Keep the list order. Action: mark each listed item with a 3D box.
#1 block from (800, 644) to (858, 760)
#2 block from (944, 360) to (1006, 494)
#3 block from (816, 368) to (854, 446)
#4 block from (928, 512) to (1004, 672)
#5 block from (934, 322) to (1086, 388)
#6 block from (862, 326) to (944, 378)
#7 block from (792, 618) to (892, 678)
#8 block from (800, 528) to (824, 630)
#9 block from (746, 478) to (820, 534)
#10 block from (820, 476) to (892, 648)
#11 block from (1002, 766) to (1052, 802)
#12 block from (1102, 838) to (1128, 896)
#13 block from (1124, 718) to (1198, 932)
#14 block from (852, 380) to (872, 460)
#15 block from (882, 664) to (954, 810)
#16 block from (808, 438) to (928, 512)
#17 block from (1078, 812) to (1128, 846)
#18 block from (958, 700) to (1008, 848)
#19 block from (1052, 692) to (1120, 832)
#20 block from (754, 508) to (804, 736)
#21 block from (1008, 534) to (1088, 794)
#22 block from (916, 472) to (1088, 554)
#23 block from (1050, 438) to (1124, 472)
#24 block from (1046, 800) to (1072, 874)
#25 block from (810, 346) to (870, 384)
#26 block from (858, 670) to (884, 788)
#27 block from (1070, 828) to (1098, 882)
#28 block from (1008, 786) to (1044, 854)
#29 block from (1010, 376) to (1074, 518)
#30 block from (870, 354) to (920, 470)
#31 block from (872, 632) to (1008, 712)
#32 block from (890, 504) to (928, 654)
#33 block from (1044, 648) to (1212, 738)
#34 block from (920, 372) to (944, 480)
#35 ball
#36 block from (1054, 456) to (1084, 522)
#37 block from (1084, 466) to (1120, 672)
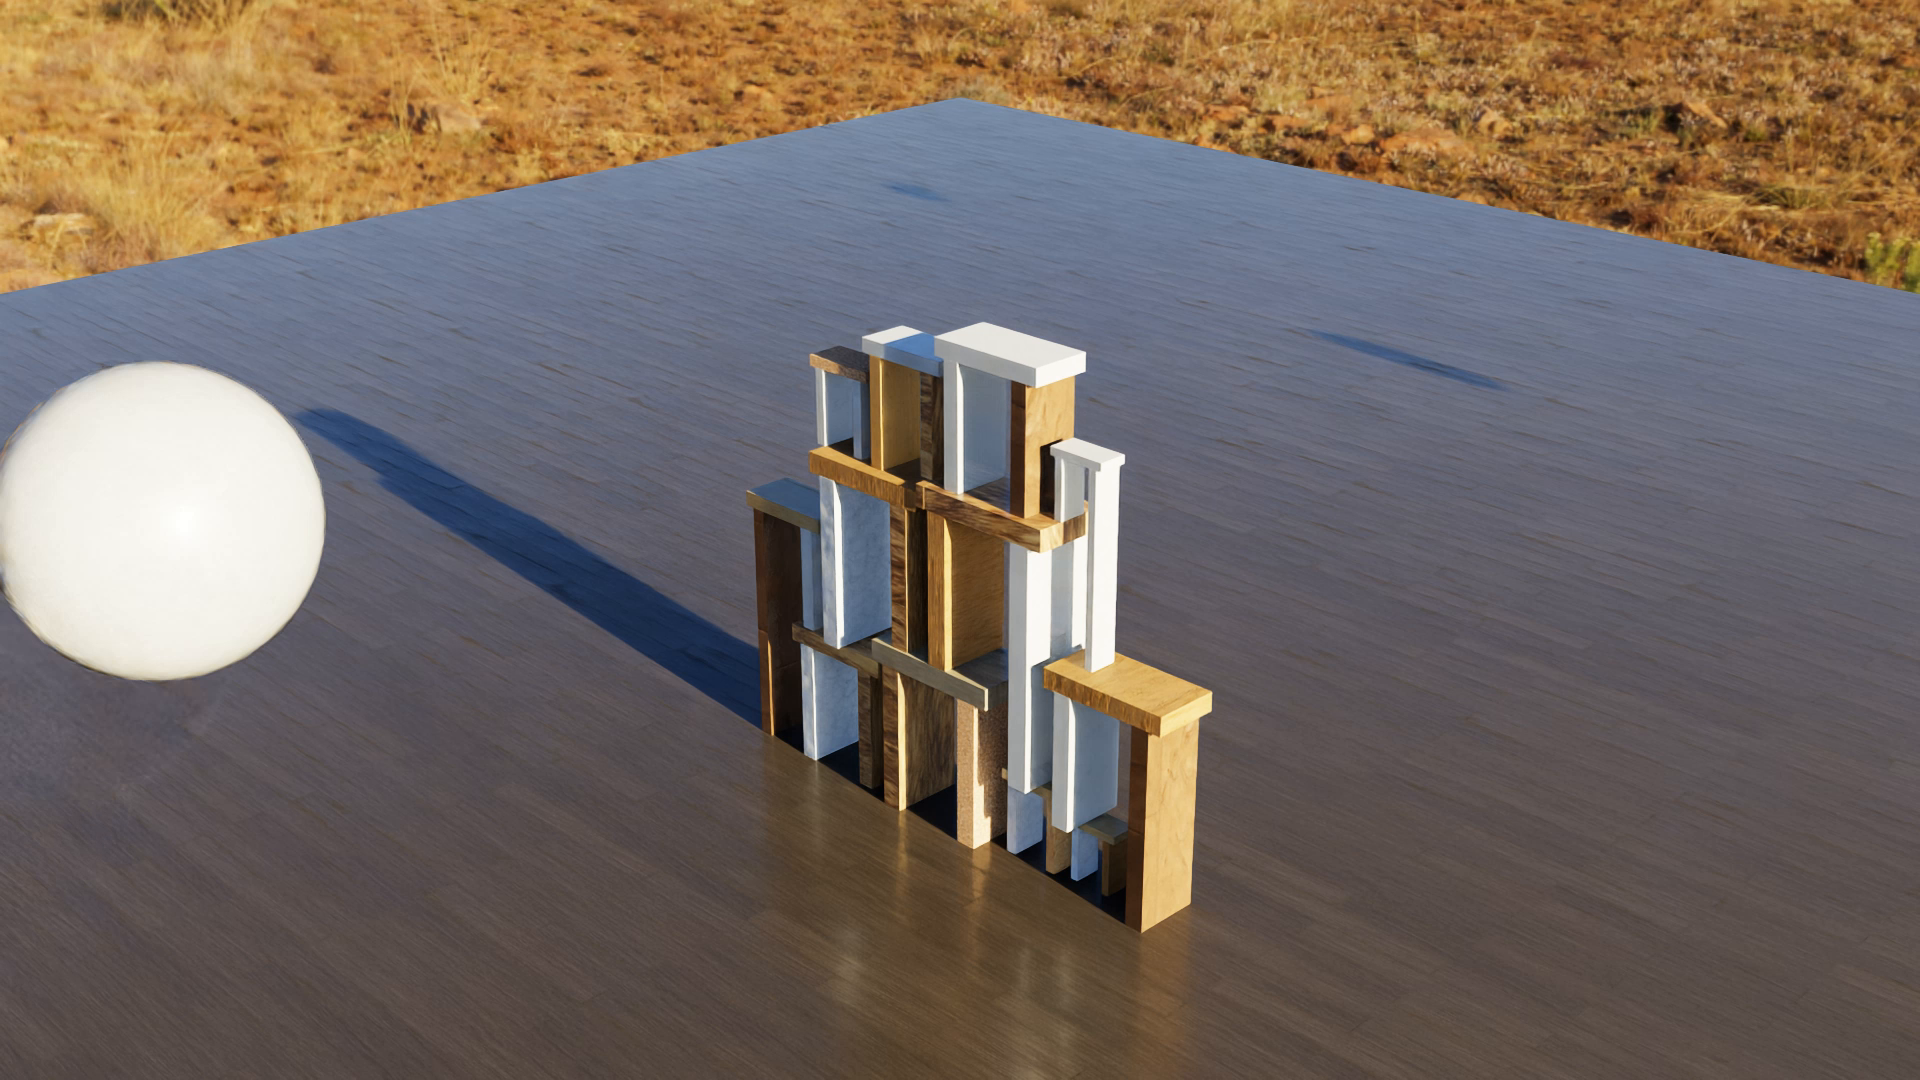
[{"bbox_3d":[-0.273,0.323,4.664,0.037,0.263,0.131,21,31,41],"label":"block"},{"bbox_3d":[0.028,-0.226,4.097,0.128,0.257,0.036,-21,31,-40],"label":"block"},{"bbox_3d":[-0.249,-0.275,4.385,0.023,0.161,0.081,21,31,41],"label":"block"},{"bbox_3d":[0.012,0.077,4.243,0.162,0.323,0.046,-21,31,-41],"label":"block"},{"bbox_3d":[0.089,-0.337,3.984,0.128,0.036,0.257,-21,31,-41],"label":"block"},{"bbox_3d":[-0.076,-0.358,4.162,0.105,0.030,0.210,-21,31,-40],"label":"block"},{"bbox_3d":[-0.211,0.209,4.549,0.263,0.037,0.131,21,31,41],"label":"block"},{"bbox_3d":[-0.274,0.066,4.552,0.032,0.223,0.112,21,31,41],"label":"block"},{"bbox_3d":[-0.327,-0.072,4.551,0.112,0.032,0.223,-21,31,-41],"label":"block"},{"bbox_3d":[-0.209,0.026,4.463,0.043,0.367,0.153,21,31,41],"label":"block"},{"bbox_3d":[0.165,0.462,4.242,0.078,0.022,0.157,-21,31,-40],"label":"block"},{"bbox_3d":[0.295,0.612,4.168,0.017,0.117,0.058,21,31,41],"label":"block"},{"bbox_3d":[0.370,0.508,4.031,0.141,0.416,0.040,-21,31,-41],"label":"block"},{"bbox_3d":[-0.173,-0.245,4.314,0.081,0.161,0.023,-21,31,-41],"label":"block"},{"bbox_3d":[-0.083,0.377,4.469,0.045,0.316,0.158,21,31,41],"label":"block"},{"bbox_3d":[-0.137,-0.135,4.316,0.153,0.043,0.306,-21,31,-41],"label":"block"},{"bbox_3d":[0.267,0.540,4.168,0.058,0.017,0.117,-21,31,-40],"label":"block"},{"bbox_3d":[0.066,0.435,4.332,0.045,0.316,0.158,21,31,41],"label":"block"},{"bbox_3d":[0.237,0.394,4.128,0.040,0.283,0.141,21,31,41],"label":"block"},{"bbox_3d":[-0.380,0.163,4.707,0.032,0.523,0.112,21,31,41],"label":"block"},{"bbox_3d":[0.164,0.220,4.138,0.162,0.505,0.046,-21,31,-40],"label":"block"},{"bbox_3d":[0.088,-0.063,4.100,0.162,0.046,0.323,-21,31,-40],"label":"block"},{"bbox_3d":[0.226,-0.152,3.915,0.061,0.017,0.122,-21,31,-40],"label":"block"},{"bbox_3d":[0.202,0.559,4.242,0.022,0.157,0.078,21,31,41],"label":"block"},{"bbox_3d":[-0.211,-0.345,4.314,0.161,0.023,0.081,21,31,40],"label":"block"},{"bbox_3d":[-0.149,0.371,4.550,0.131,0.263,0.037,-21,31,-41],"label":"block"},{"bbox_3d":[0.240,0.590,4.219,0.017,0.117,0.058,21,31,41],"label":"block"},{"bbox_3d":[0.128,0.530,4.310,0.078,0.157,0.022,-21,31,-41],"label":"block"},{"bbox_3d":[0.149,-0.179,3.986,0.128,0.256,0.036,-21,31,-40],"label":"block"},{"bbox_3d":[-0.125,-0.258,4.258,0.105,0.229,0.030,-21,31,-41],"label":"block"},{"bbox_3d":[-0.008,0.240,4.330,0.316,0.045,0.158,21,31,41],"label":"block"},{"bbox_3d":[-0.065,0.054,4.318,0.043,0.306,0.153,21,31,41],"label":"block"},{"bbox_3d":[0.303,0.272,4.004,0.141,0.040,0.283,-21,31,-40],"label":"block"},{"bbox_3d":[-0.027,-0.228,4.163,0.105,0.210,0.030,-21,31,-40],"label":"block"},{"bbox_3d":[-0.606,-0.014,1.663,0.242,0.242,0.242,0,23,0],"label":"ball"},{"bbox_3d":[0.198,-0.099,3.969,0.061,0.122,0.017,-21,31,-41],"label":"block"},{"bbox_3d":[0.256,0.050,3.969,0.061,0.396,0.017,-21,31,-40],"label":"block"}]
